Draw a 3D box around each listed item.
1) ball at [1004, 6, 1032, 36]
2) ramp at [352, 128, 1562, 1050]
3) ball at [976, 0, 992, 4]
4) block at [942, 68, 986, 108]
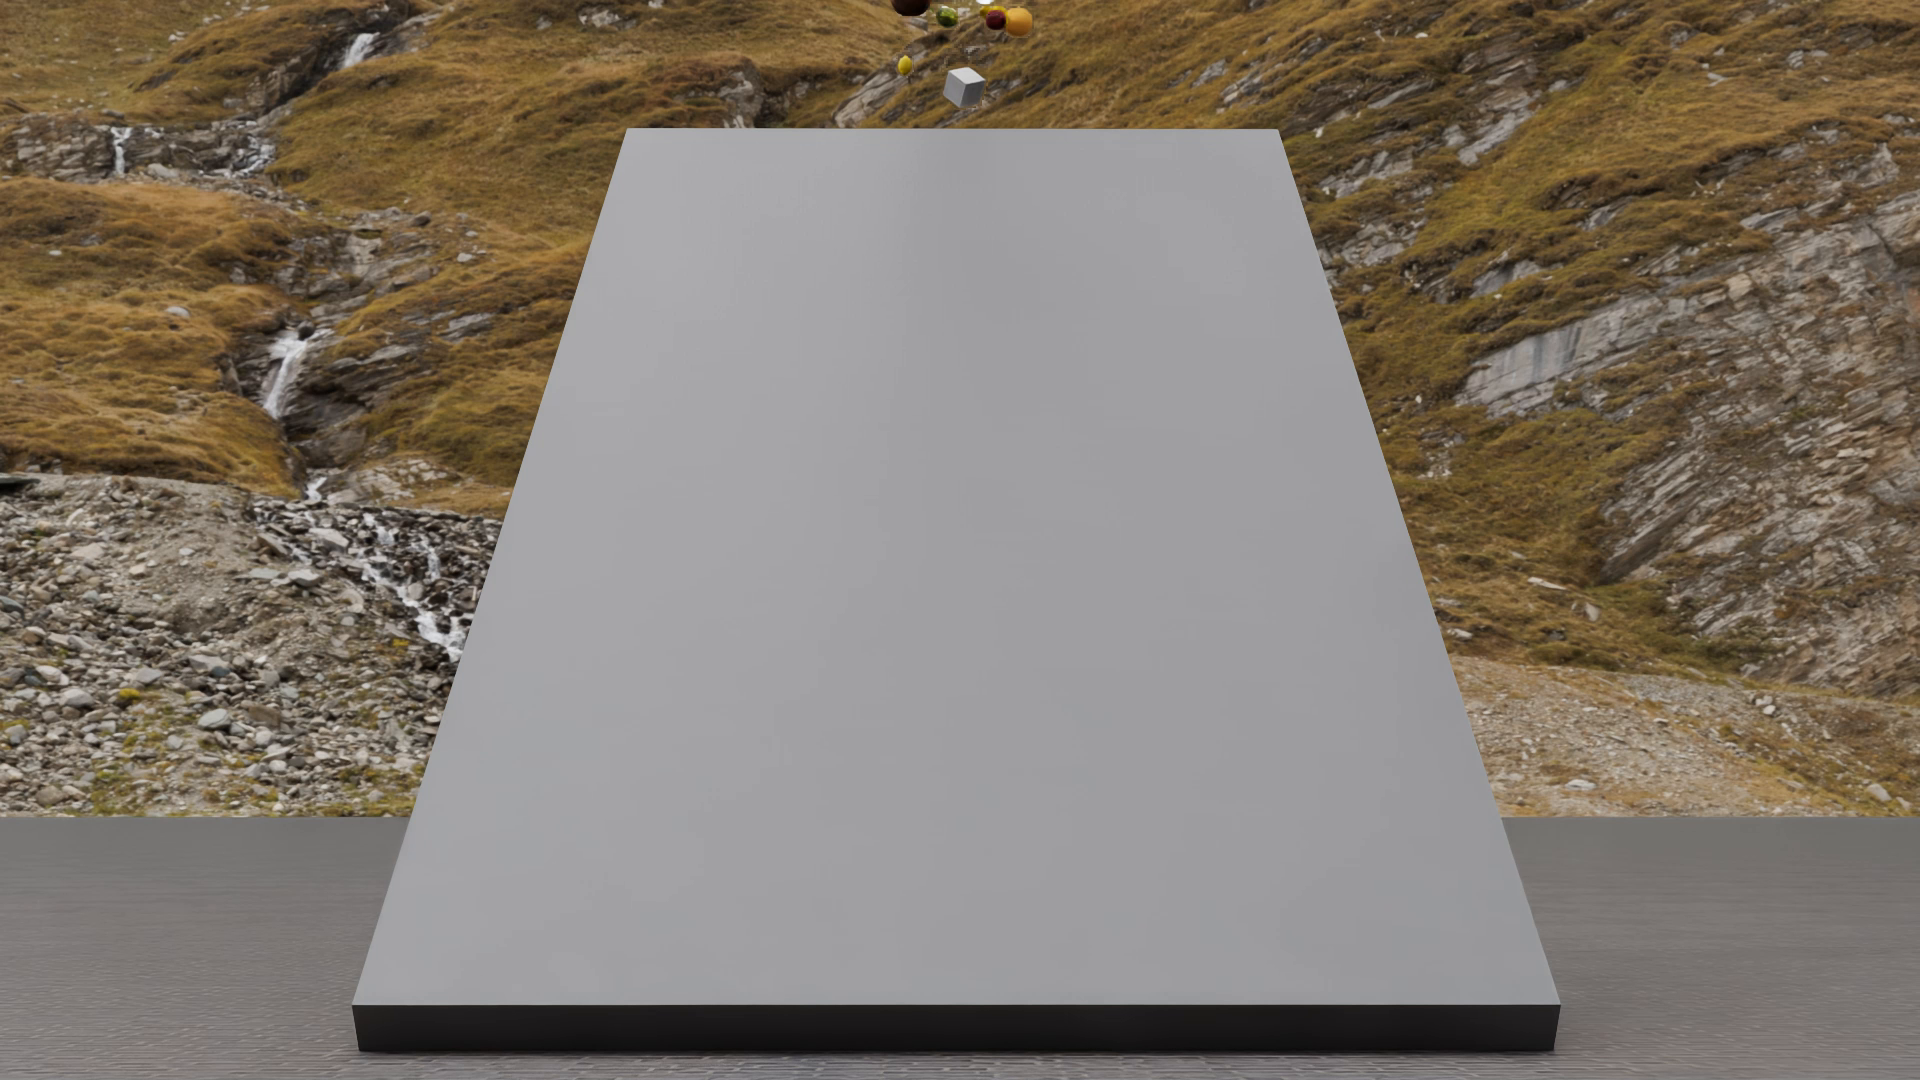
[{"bbox_3d":[0.170,-1.513,7.077,0.086,0.086,0.086,0,-6,0],"label":"ball"},{"bbox_3d":[-0.014,-0.205,5.756,2.000,0.100,4.000,0,31,0],"label":"ramp"},{"bbox_3d":[0.074,-1.650,7.317,0.068,0.068,0.068,0,-6,0],"label":"ball"},{"bbox_3d":[0.013,-1.383,7.404,0.083,0.083,0.083,-20,51,-39],"label":"block"}]
